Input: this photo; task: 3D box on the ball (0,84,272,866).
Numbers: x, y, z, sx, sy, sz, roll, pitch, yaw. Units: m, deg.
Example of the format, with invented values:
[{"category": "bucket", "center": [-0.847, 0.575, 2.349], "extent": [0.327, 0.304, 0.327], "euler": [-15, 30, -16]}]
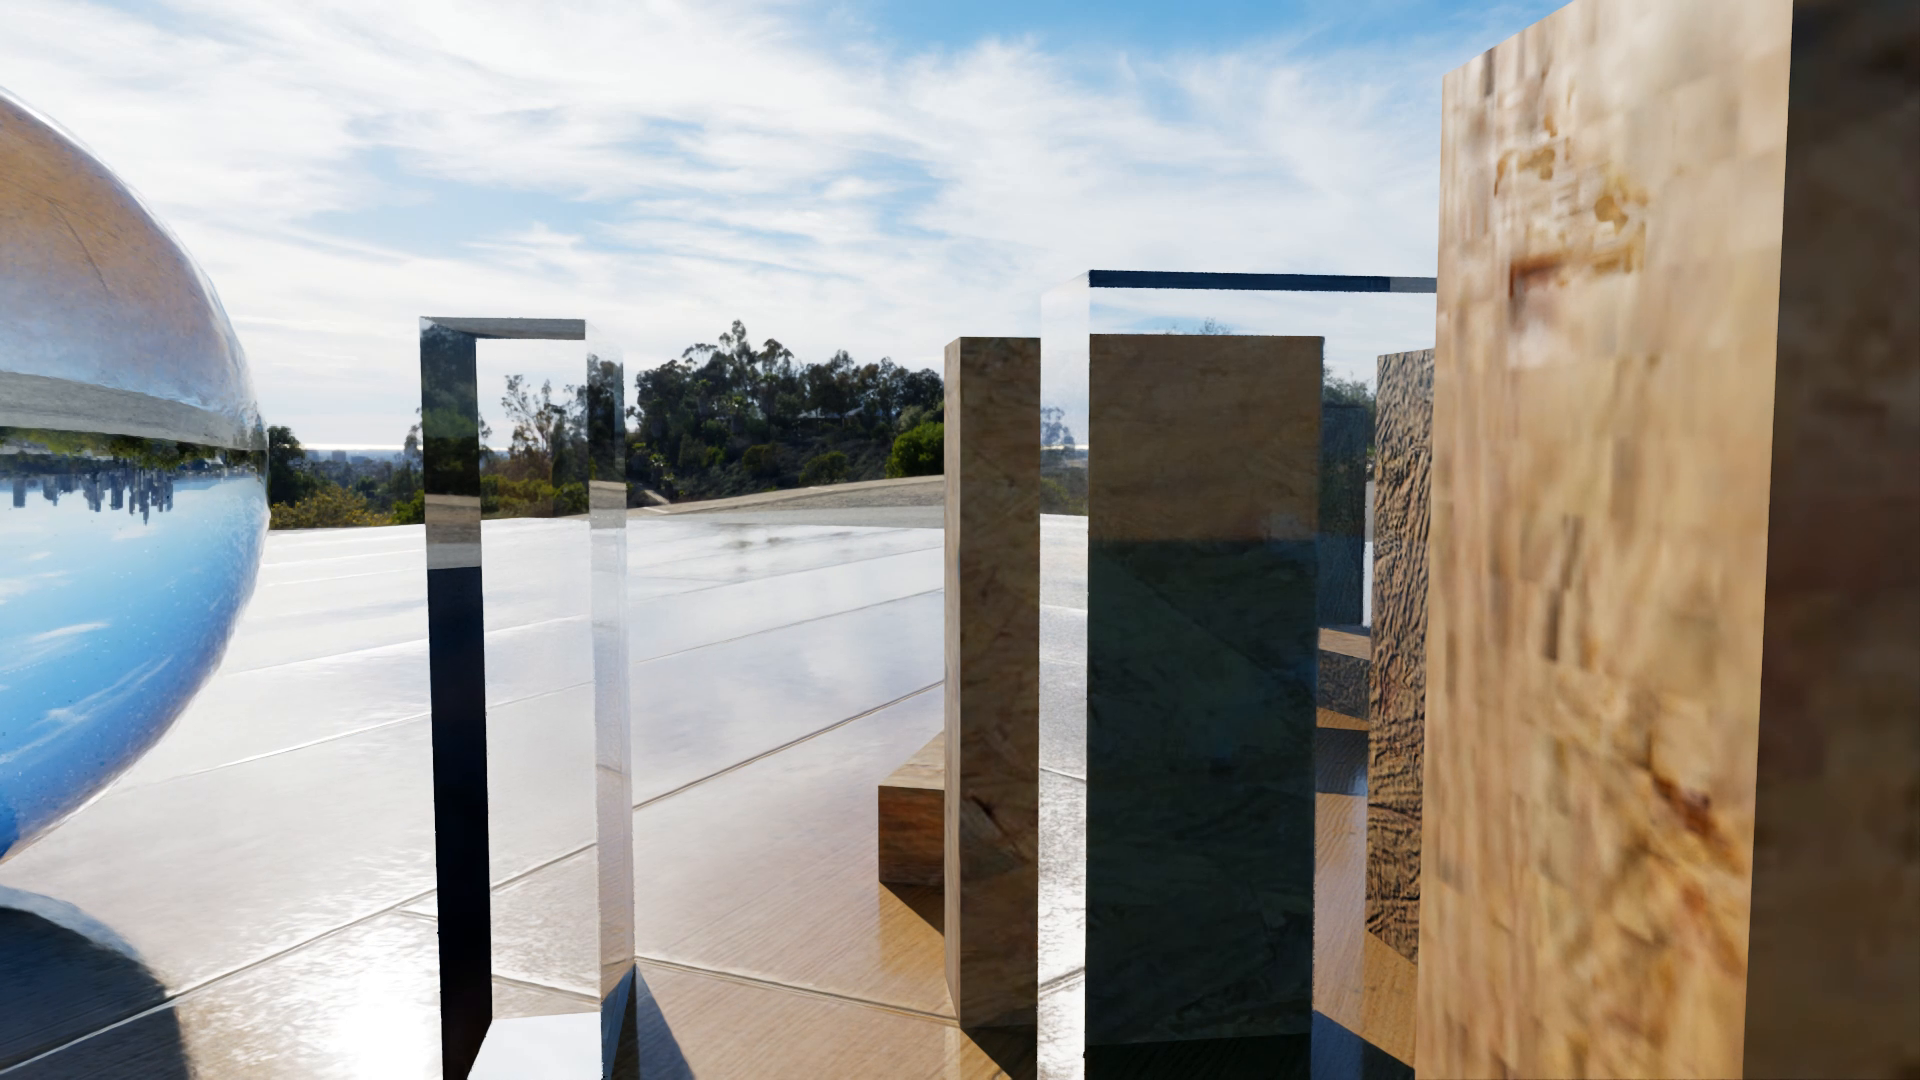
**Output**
[{"category": "ball", "center": [-0.105, -0.006, 0.111], "extent": [0.080, 0.080, 0.080], "euler": [0, 4, 0]}]

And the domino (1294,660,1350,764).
[{"category": "domino", "center": [0.037, 0.024, 0.189], "extent": [0.050, 0.010, 0.025], "euler": [2, 5, 20]}]

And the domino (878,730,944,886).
[{"category": "domino", "center": [0.010, 0.027, 0.146], "extent": [0.025, 0.010, 0.050], "euler": [1, 4, 14]}]

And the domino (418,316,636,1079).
[{"category": "domino", "center": [-0.029, 0.011, 0.091], "extent": [0.009, 0.050, 0.025], "euler": [-1, 4, -10]}]

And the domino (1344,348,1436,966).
[{"category": "domino", "center": [0.042, 0.010, 0.104], "extent": [0.010, 0.050, 0.025], "euler": [-1, 4, -11]}]

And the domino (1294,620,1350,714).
[{"category": "domino", "center": [0.071, 0.022, 0.212], "extent": [0.025, 0.010, 0.050], "euler": [-2, 5, -23]}]

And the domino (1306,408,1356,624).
[{"category": "domino", "center": [0.084, -0.004, 0.288], "extent": [0.009, 0.050, 0.025], "euler": [1, 5, 19]}]

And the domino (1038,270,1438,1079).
[{"category": "domino", "center": [0.017, 0.013, 0.064], "extent": [0.025, 0.050, 0.010], "euler": [-1, 4, -9]}]

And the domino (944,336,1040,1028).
[{"category": "domino", "center": [0.012, 0.010, 0.098], "extent": [0.025, 0.050, 0.010], "euler": [-1, 4, -7]}]

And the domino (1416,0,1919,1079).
[{"category": "domino", "center": [0.023, 0.016, 0.025], "extent": [0.025, 0.050, 0.010], "euler": [-1, 4, -7]}]
